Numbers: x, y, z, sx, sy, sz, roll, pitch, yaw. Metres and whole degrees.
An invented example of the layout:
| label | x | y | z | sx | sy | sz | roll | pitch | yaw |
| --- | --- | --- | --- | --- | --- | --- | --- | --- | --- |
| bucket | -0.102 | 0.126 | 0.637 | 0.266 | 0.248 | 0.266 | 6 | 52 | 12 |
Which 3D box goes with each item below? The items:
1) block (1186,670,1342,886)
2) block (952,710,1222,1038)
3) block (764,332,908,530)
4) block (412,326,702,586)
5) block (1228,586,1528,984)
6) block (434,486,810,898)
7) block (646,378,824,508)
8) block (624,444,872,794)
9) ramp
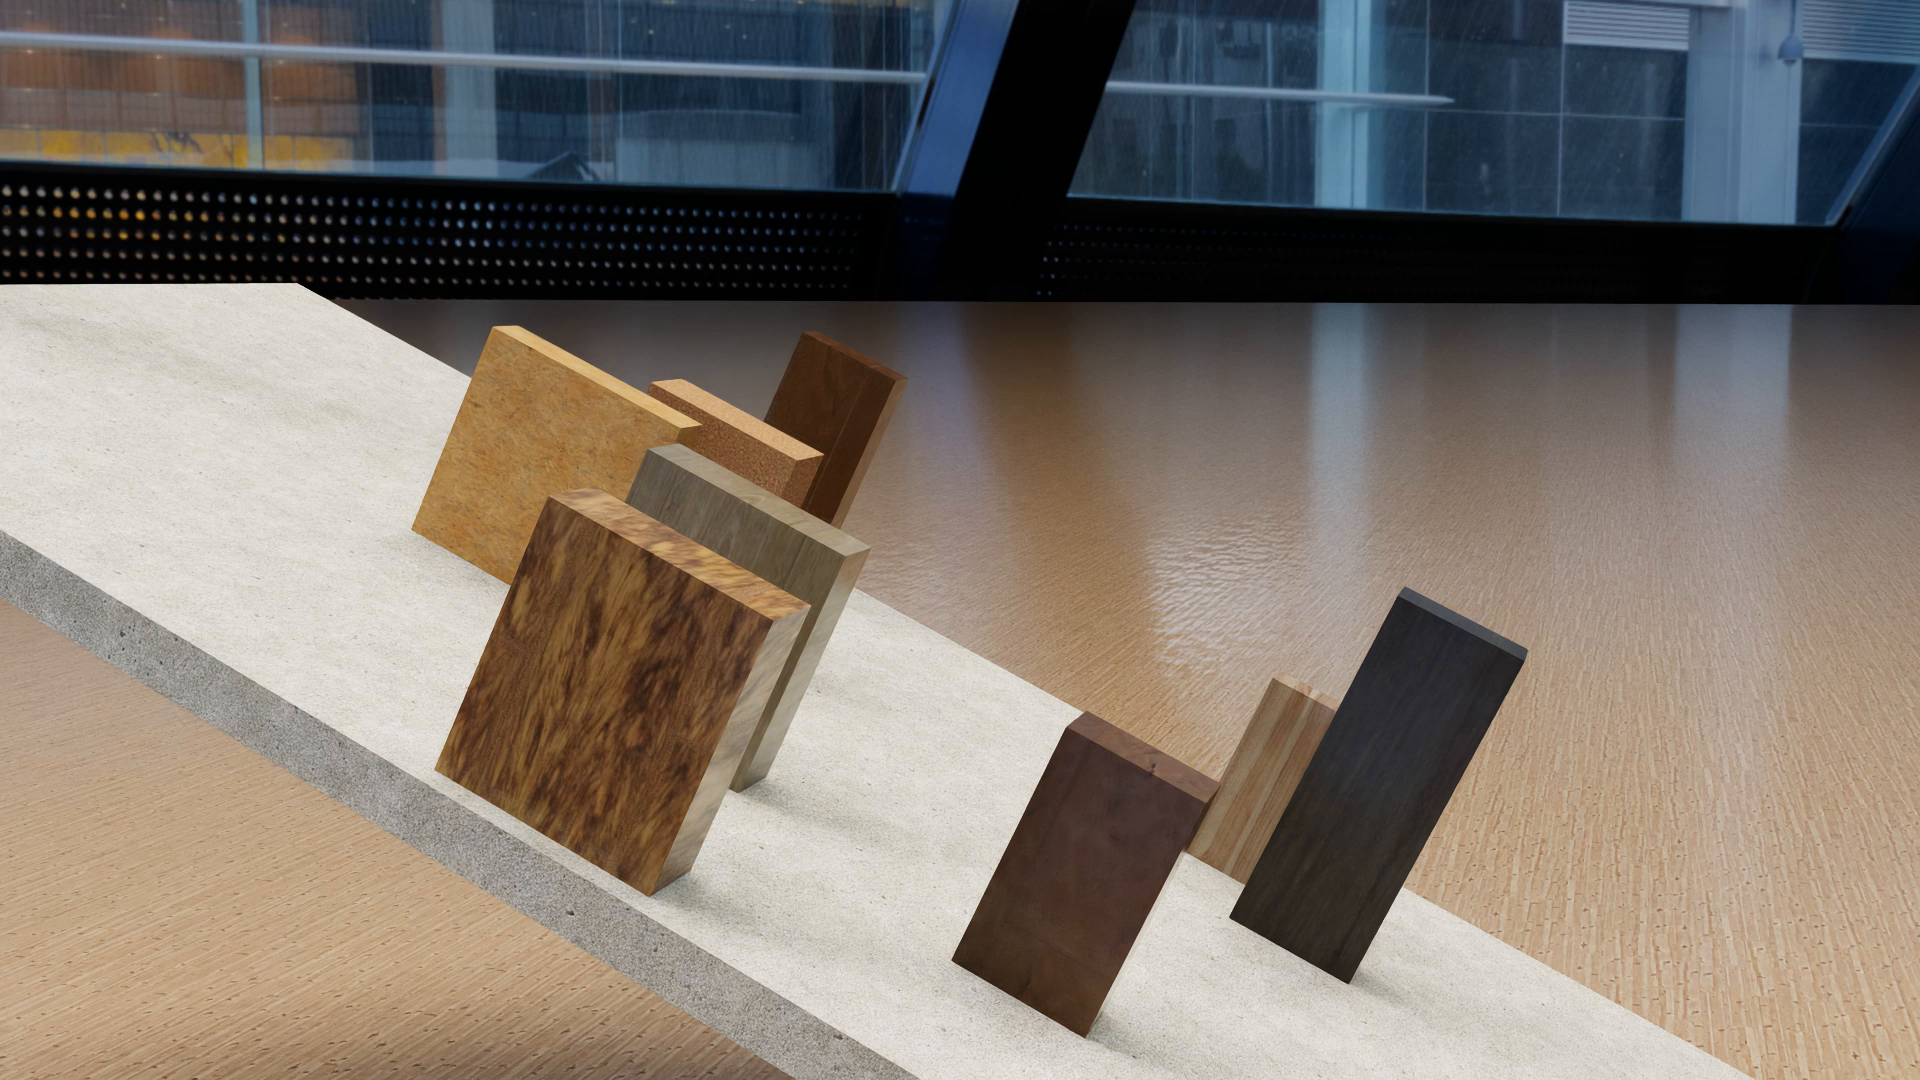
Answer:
| label | x | y | z | sx | sy | sz | roll | pitch | yaw |
| --- | --- | --- | --- | --- | --- | --- | --- | --- | --- |
| block | 0.672 | 0.512 | 4.427 | 0.282 | 0.406 | 0.087 | 28 | 14 | 12 |
| block | 0.199 | 0.527 | 3.481 | 0.244 | 0.432 | 0.133 | 28 | 14 | 12 |
| block | -0.343 | -0.185 | 5.012 | 0.245 | 0.523 | 0.090 | 28 | 14 | 12 |
| block | -0.772 | -0.119 | 4.194 | 0.425 | 0.434 | 0.098 | 28 | 14 | 12 |
| block | 0.791 | 0.465 | 4.172 | 0.256 | 0.707 | 0.131 | 28 | 14 | 12 |
| block | -0.508 | 0.222 | 3.300 | 0.390 | 0.468 | 0.150 | 28 | 14 | 12 |
| block | -0.527 | -0.055 | 4.413 | 0.340 | 0.422 | 0.149 | 28 | 14 | 12 |
| block | -0.434 | 0.131 | 3.792 | 0.394 | 0.460 | 0.129 | 28 | 14 | 12 |
| ramp | -0.256 | 0.434 | 4.166 | 4.000 | 0.100 | 2.000 | 28 | 14 | 12 |
